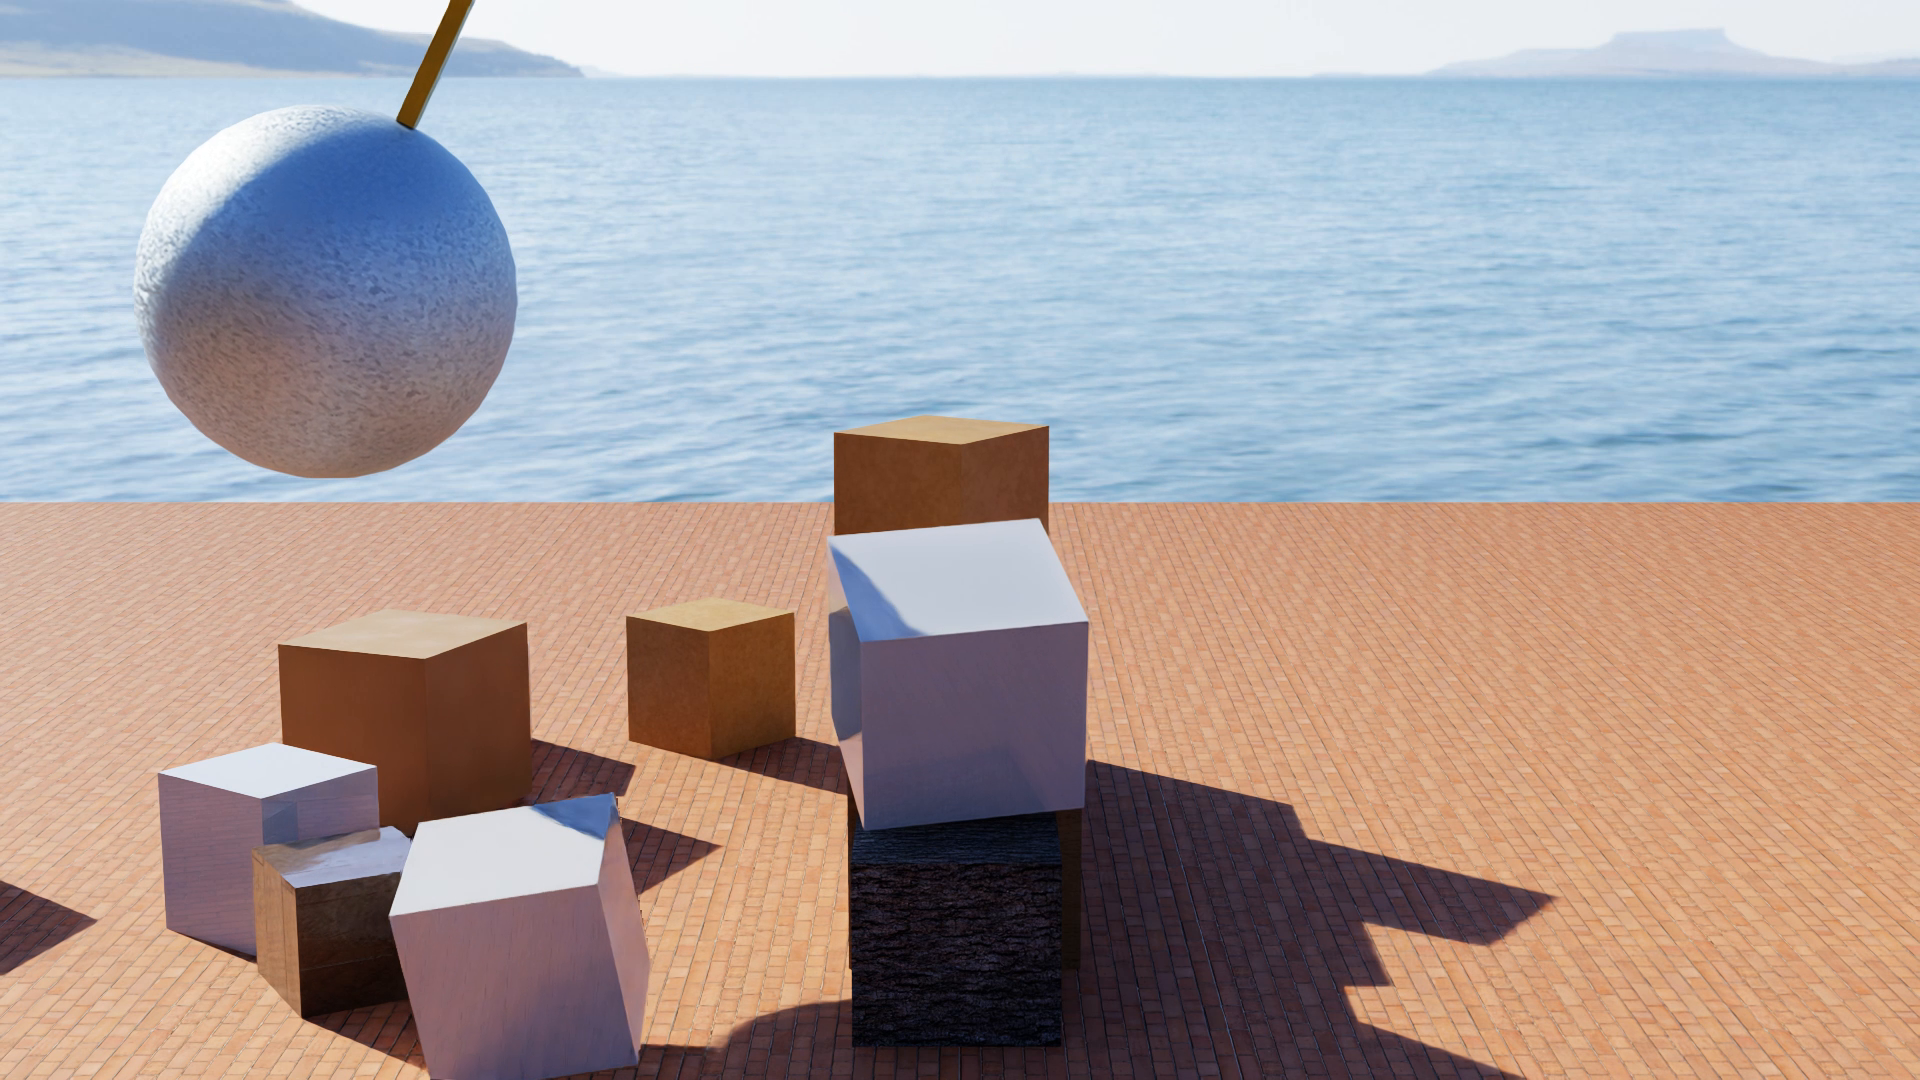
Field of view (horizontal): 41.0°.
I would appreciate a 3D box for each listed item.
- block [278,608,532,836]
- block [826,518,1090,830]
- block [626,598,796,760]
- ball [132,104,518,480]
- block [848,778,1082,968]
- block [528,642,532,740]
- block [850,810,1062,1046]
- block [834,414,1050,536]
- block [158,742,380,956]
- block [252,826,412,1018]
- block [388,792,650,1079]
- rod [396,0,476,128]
[{"bbox_3d":[-2.667,0.867,12.400,0.819,0.858,0.875,4,11,22],"label":"block"},{"bbox_3d":[-0.024,0.502,9.869,0.847,0.811,0.853,-5,28,-10],"label":"block"},{"bbox_3d":[-1.323,0.726,13.664,0.620,0.682,0.639,8,13,39],"label":"block"},{"bbox_3d":[-2.705,-1.059,10.988,1.600,1.600,1.600,0,10,0],"label":"ball"},{"bbox_3d":[0.018,1.208,10.548,0.920,0.848,0.878,0,10,0],"label":"block"},{"bbox_3d":[-2.556,0.854,13.407,0.543,0.524,0.573,0,10,-1],"label":"block"},{"bbox_3d":[-0.013,1.436,9.718,0.763,0.697,0.817,0,10,0],"label":"block"},{"bbox_3d":[-0.086,-0.145,12.612,0.743,0.809,0.783,7,12,33],"label":"block"},{"bbox_3d":[-2.860,1.278,10.658,0.657,0.672,0.596,7,13,36],"label":"block"},{"bbox_3d":[-2.384,1.478,10.005,0.572,0.512,0.595,-6,12,-30],"label":"block"},{"bbox_3d":[-1.544,1.427,9.127,0.716,0.716,0.704,-9,20,0],"label":"block"},{"bbox_3d":[-1.172,-4.045,10.445,0.080,5.200,0.080,26,9,-5],"label":"rod"}]
